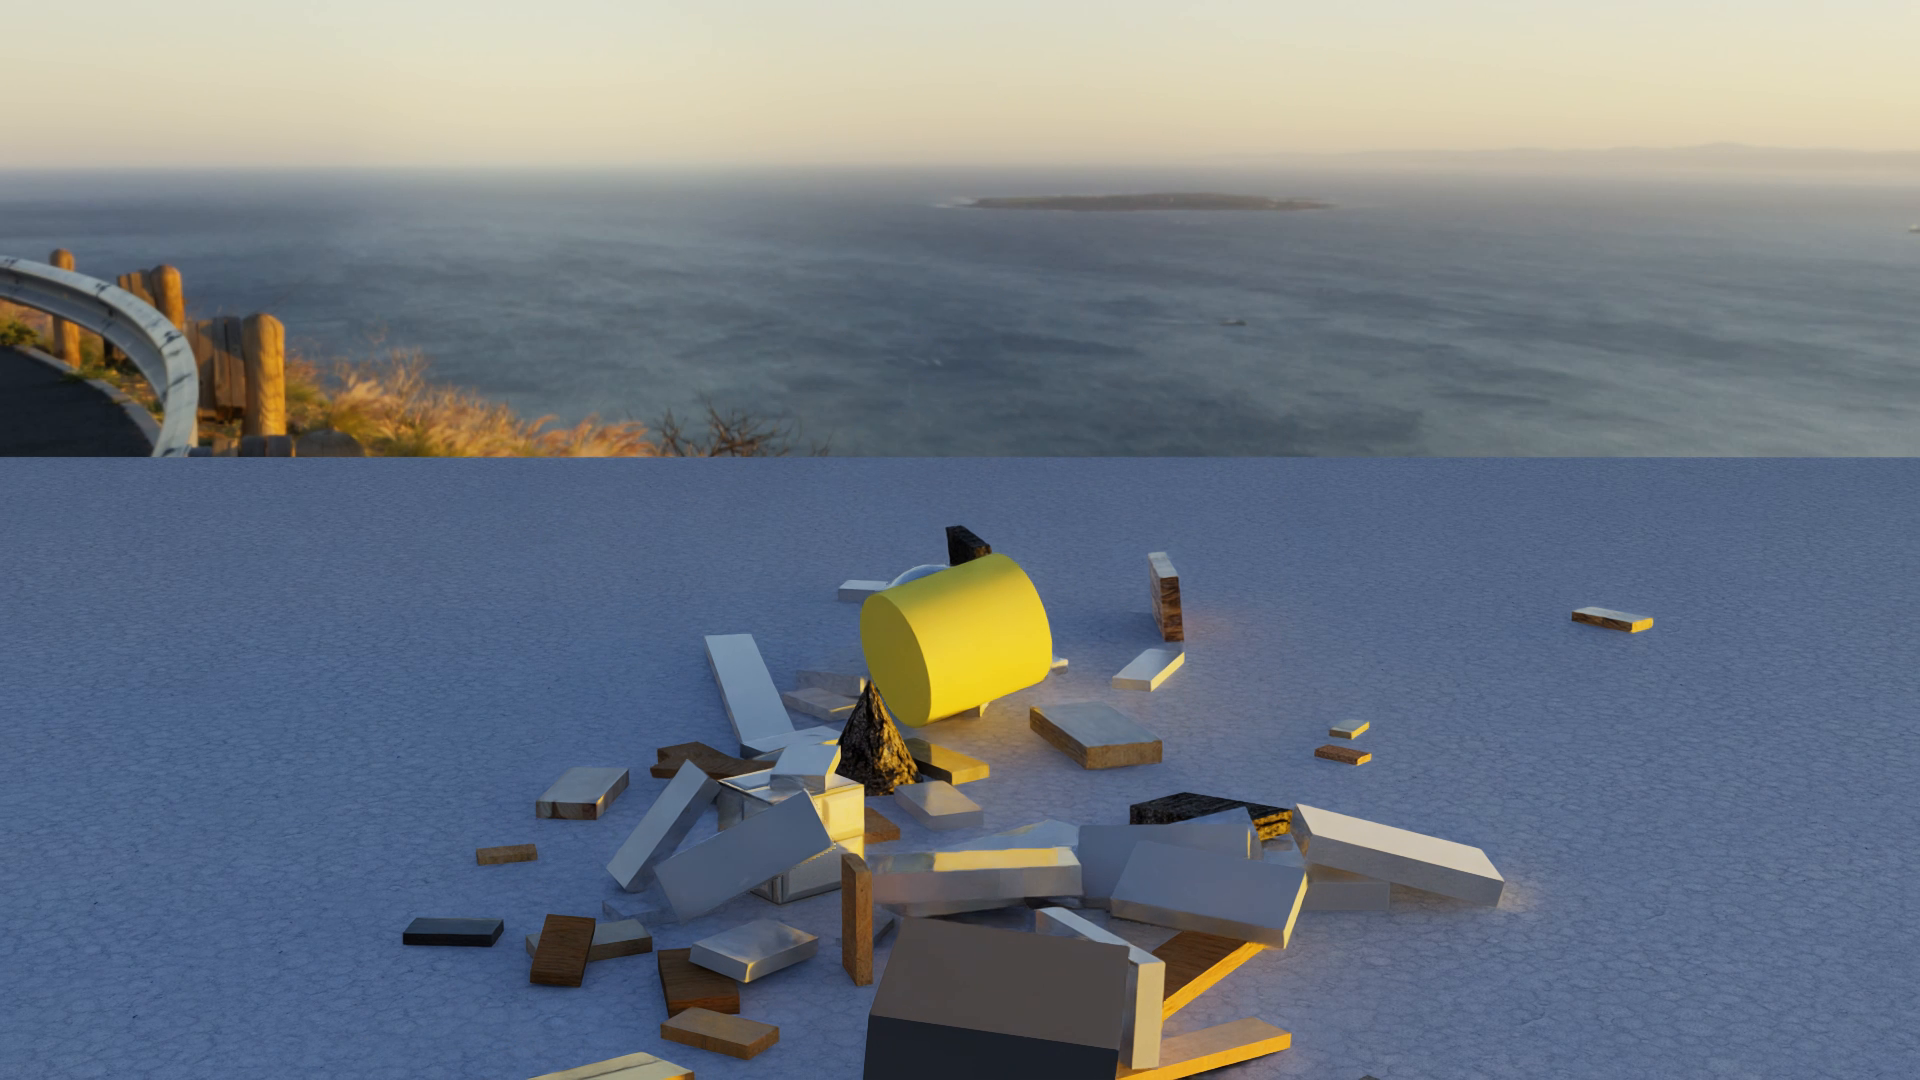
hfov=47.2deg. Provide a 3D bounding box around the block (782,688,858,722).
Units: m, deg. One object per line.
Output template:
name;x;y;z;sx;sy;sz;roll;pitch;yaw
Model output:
block;-0.301;0.360;4.835;0.091;0.026;0.183;-8;13;-37

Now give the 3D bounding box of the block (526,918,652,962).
block;-0.575;0.626;3.409;0.176;0.025;0.088;-5;12;-24

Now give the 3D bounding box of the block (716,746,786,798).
block;-0.423;0.452;4.203;0.234;0.026;0.091;-17;13;-20

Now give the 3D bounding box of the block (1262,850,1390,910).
block;0.536;0.567;3.666;0.328;0.047;0.164;0;11;0

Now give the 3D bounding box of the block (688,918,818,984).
block;-0.310;0.619;3.326;0.101;0.029;0.202;15;9;26

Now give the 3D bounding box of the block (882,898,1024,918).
block;-0.010;0.569;3.492;0.203;0.029;0.101;-2;0;-24

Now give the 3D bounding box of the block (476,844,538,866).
block;-0.793;0.550;3.845;0.101;0.014;0.050;-3;11;-16

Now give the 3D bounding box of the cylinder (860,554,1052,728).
cylinder;-0.010;0.214;4.715;0.299;0.299;0.299;-19;18;-26

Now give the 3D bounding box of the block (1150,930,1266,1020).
block;0.087;0.713;2.925;0.104;0.030;1.358;7;12;32

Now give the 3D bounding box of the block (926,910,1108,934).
block;0.086;0.617;3.413;0.282;0.040;0.141;0;11;0

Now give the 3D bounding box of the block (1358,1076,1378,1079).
block;0.560;0.730;2.870;0.055;0.016;0.111;-10;14;-42

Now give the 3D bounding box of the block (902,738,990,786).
block;-0.054;0.441;4.397;0.092;0.026;0.245;-8;13;-37

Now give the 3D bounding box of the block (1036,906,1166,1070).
block;0.184;0.606;2.993;0.040;0.141;0.282;1;6;-26

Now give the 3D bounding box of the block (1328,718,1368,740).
block;0.823;0.400;4.655;0.050;0.014;0.101;6;12;30

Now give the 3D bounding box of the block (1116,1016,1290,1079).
block;0.255;0.698;2.932;0.464;0.021;0.075;-3;10;-39

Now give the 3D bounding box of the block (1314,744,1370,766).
block;0.776;0.436;4.461;0.101;0.014;0.050;9;14;40

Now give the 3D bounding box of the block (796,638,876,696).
block;-0.170;0.268;5.276;0.163;0.046;0.653;4;11;23

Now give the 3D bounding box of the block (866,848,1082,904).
block;0.019;0.529;3.472;0.328;0.046;0.164;-2;2;-4

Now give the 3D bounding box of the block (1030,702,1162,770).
block;0.278;0.402;4.552;0.164;0.046;0.328;-3;11;-18

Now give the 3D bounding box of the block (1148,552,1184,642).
block;0.525;0.142;5.623;0.046;0.163;0.327;-6;11;1

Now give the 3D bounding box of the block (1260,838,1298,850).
block;0.563;0.548;3.824;0.181;0.026;0.090;4;11;20

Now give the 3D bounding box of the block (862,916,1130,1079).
block;0.039;0.637;2.558;0.275;0.275;0.275;7;14;5

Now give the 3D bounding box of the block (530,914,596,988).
block;-0.600;0.621;3.330;0.075;0.021;0.149;6;24;-3

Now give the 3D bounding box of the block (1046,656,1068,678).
block;0.124;0.302;5.127;0.236;0.033;0.118;-9;14;-40

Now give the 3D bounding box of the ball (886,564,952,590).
ball;-0.059;0.187;5.029;0.266;0.266;0.266;0;11;0

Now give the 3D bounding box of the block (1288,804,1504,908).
block;0.725;0.525;3.669;0.328;0.047;0.164;14;10;-3

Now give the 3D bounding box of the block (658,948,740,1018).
block;-0.388;0.653;3.253;0.101;0.029;0.202;-2;11;-12

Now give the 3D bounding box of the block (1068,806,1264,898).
block;0.332;0.528;3.671;0.329;0.047;0.164;-13;10;2

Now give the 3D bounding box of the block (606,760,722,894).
block;-0.499;0.484;3.703;0.032;0.229;0.114;40;-8;-25

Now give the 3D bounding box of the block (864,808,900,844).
block;-0.168;0.519;3.998;0.070;0.020;0.140;-5;12;-24

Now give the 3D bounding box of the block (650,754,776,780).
block;-0.433;0.438;4.166;0.382;0.020;0.070;-1;16;41

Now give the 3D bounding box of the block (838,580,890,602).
block;-0.204;0.141;5.993;0.236;0.033;0.118;2;11;11

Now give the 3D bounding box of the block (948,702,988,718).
block;0.013;0.355;4.846;0.091;0.026;0.183;-2;10;10

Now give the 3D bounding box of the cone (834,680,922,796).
cone;-0.175;0.370;4.289;0.207;0.207;0.207;0;11;0

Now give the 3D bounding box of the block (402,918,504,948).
block;-0.798;0.618;3.465;0.140;0.020;0.070;1;11;4

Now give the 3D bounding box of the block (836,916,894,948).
block;-0.150;0.619;3.470;0.055;0.016;0.111;4;11;18

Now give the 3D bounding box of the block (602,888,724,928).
block;-0.482;0.594;3.577;0.176;0.025;0.088;-7;12;-32

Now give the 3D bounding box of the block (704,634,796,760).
block;-0.438;0.374;4.742;0.114;0.032;1.399;-2;11;-11

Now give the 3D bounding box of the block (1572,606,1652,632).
block;1.681;0.205;5.674;0.090;0.026;0.181;-9;14;-39

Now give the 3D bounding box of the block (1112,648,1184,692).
block;0.443;0.303;5.143;0.090;0.026;0.301;4;11;20

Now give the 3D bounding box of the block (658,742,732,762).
block;-0.520;0.443;4.391;0.092;0.026;0.185;-7;13;-35

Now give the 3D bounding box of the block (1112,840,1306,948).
block;0.390;0.552;3.437;0.275;0.039;0.138;7;37;21

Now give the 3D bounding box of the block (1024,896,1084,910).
block;0.153;0.589;3.532;0.111;0.055;0.016;8;53;38

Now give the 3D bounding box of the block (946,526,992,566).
block;0.029;0.071;6.008;0.046;0.163;0.327;-8;12;-12

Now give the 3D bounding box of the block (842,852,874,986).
block;-0.155;0.569;3.301;0.025;0.176;0.088;-3;11;-17

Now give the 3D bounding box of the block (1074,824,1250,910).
block;0.327;0.528;3.553;0.275;0.039;0.138;-2;49;12

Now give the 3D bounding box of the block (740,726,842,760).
block;-0.325;0.411;4.377;0.202;0.029;0.101;-9;14;-39

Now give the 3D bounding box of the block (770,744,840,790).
block;-0.261;0.385;3.734;0.092;0.026;0.185;1;11;5

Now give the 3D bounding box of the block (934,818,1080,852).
block;0.103;0.545;3.800;0.282;0.040;0.141;-9;14;-40

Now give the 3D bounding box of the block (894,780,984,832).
block;-0.041;0.495;4.103;0.101;0.029;0.203;-4;11;-21

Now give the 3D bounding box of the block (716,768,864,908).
block;-0.285;0.493;3.706;0.177;0.177;0.177;-9;14;-39

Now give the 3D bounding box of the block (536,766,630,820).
block;-0.714;0.480;4.175;0.114;0.032;0.229;1;11;7

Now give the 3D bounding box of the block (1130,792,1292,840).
block;0.450;0.500;3.954;0.138;0.039;0.275;-8;6;-38

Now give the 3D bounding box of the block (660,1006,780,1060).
block;-0.336;0.689;3.077;0.149;0.021;0.075;6;12;29

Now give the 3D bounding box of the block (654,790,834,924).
block;-0.348;0.509;3.539;0.272;0.101;0.029;-27;-2;-7

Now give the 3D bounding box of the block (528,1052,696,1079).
block;-0.517;0.717;2.772;0.330;0.046;0.164;-7;1;-32
